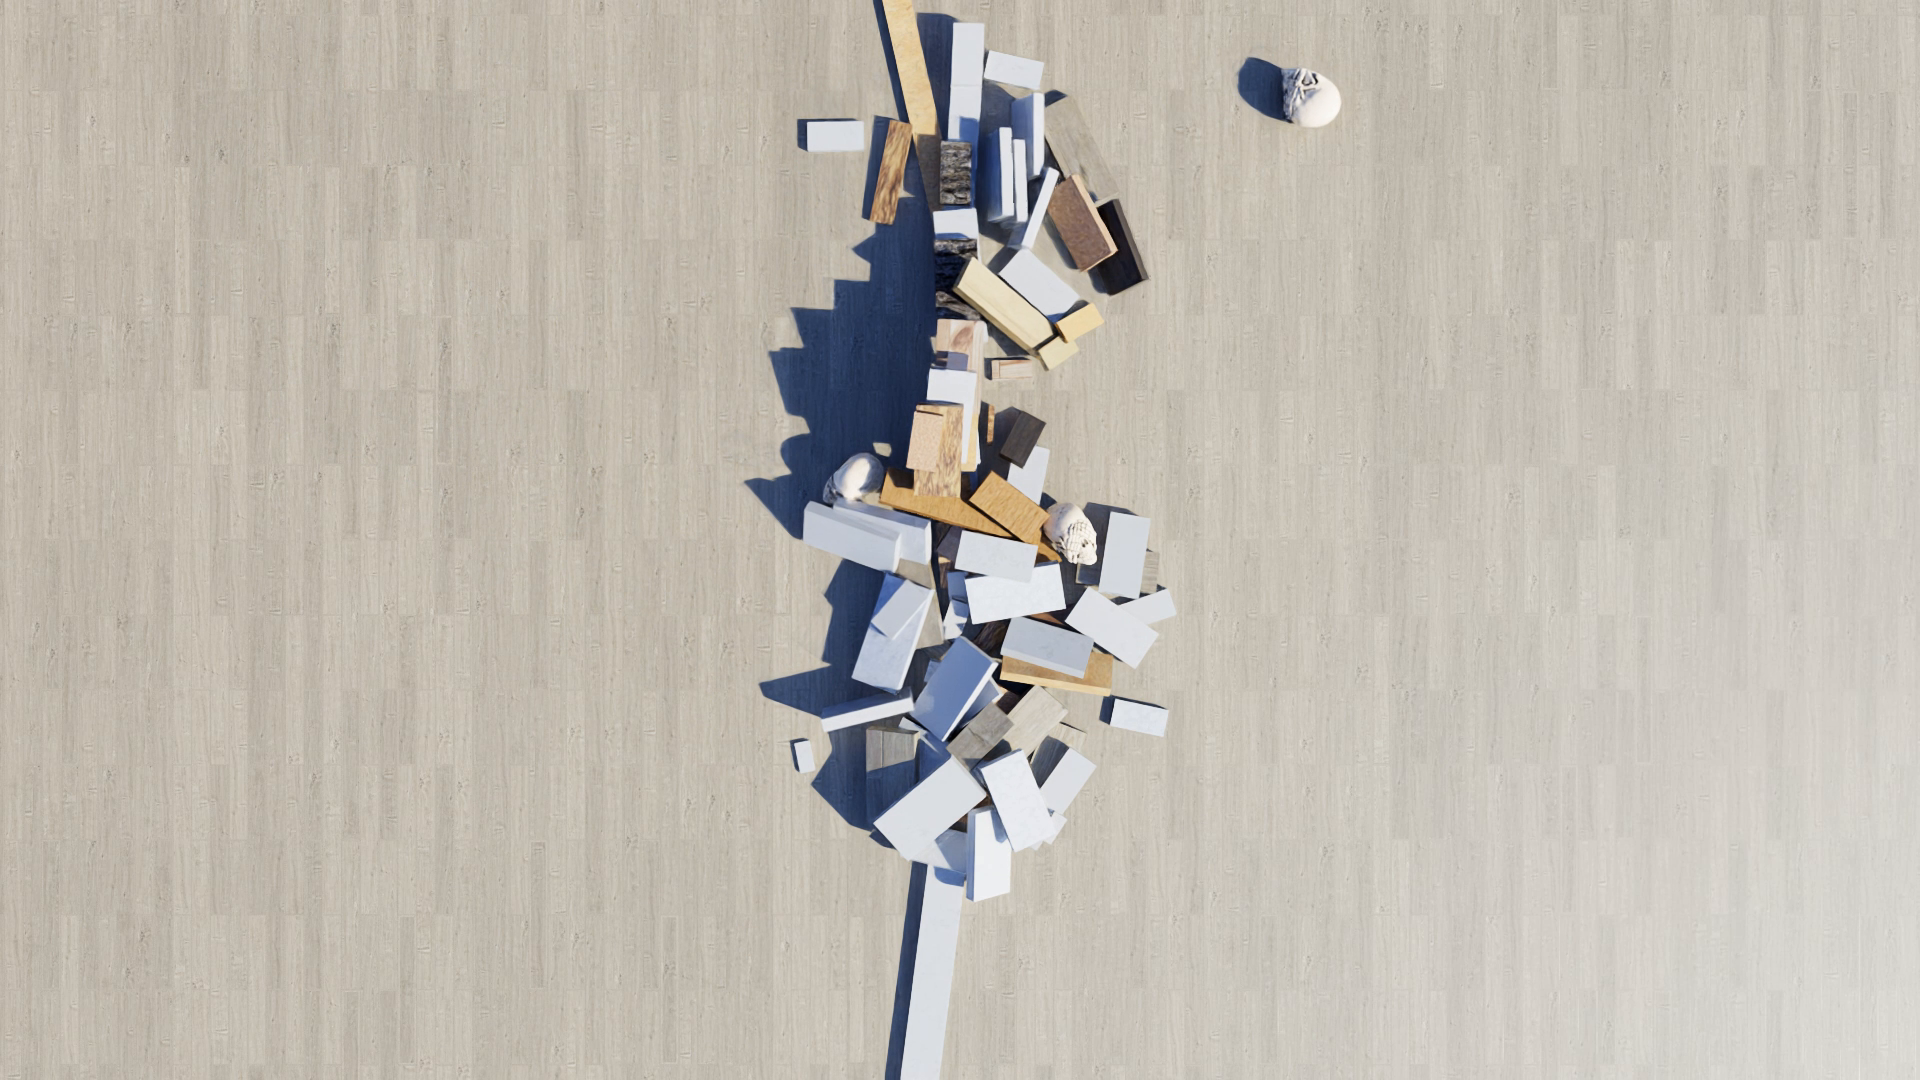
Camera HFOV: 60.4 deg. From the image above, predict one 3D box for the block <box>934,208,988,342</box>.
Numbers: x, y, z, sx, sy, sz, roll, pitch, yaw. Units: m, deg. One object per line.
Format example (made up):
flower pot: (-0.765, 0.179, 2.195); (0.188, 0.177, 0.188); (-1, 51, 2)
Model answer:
block: (0.002, -0.863, 5.425); (0.141, 0.040, 0.438); (-5, 90, 0)

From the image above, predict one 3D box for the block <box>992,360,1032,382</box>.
block: (0.173, -0.565, 5.491); (0.132, 0.019, 0.066); (-2, 90, 0)

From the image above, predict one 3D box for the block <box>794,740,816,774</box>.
block: (-0.516, 0.721, 5.493); (0.050, 0.014, 0.101); (-11, 90, 0)

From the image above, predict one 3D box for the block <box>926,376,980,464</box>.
block: (-0.020, -0.396, 5.422); (0.151, 0.043, 0.302); (-5, 110, 0)

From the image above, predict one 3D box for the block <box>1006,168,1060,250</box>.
block: (0.239, -1.090, 5.431); (0.038, 0.133, 0.266); (20, 90, -22)

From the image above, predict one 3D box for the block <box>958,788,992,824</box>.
block: (-0.024, 0.855, 5.455); (0.253, 0.036, 0.126); (14, 90, 13)

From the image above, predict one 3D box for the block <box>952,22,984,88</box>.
block: (0.026, -1.597, 5.430); (0.101, 0.029, 0.202); (2, 90, 0)

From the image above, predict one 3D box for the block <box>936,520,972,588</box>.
block: (-0.015, 0.042, 5.453); (0.113, 0.032, 0.227); (-4, 106, 0)

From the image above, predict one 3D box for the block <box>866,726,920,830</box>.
block: (-0.220, 0.788, 5.417); (0.169, 0.048, 0.338); (4, 100, 19)

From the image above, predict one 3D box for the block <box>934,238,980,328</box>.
block: (-0.009, -0.837, 5.370); (0.141, 0.040, 0.283); (-2, 84, 0)

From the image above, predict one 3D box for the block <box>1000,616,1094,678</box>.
block: (0.287, 0.348, 5.404); (0.281, 0.040, 0.140); (16, 52, 6)

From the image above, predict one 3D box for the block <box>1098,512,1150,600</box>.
block: (0.541, 0.050, 5.439); (0.134, 0.038, 0.267); (10, 78, 1)

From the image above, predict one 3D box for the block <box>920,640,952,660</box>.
block: (-0.064, 0.366, 5.478); (0.157, 0.022, 0.078); (39, 106, 0)

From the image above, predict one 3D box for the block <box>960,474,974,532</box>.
block: (-0.012, -0.101, 5.444); (0.113, 0.032, 0.227); (-7, 110, 1)

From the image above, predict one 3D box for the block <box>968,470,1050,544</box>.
block: (0.160, -0.108, 5.339); (0.239, 0.034, 0.119); (37, 98, -10)

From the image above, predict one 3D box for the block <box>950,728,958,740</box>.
block: (-0.033, 0.556, 5.432); (0.090, 0.026, 0.181); (23, 94, 28)

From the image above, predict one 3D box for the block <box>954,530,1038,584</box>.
block: (0.118, 0.056, 5.357); (0.250, 0.035, 0.125); (12, 87, 2)

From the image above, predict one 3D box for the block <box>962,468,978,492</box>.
block: (-0.021, -0.255, 5.427); (0.151, 0.043, 0.302); (-4, 110, 0)

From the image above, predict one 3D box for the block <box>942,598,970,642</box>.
block: (-0.016, 0.267, 5.472); (0.069, 0.020, 0.139); (19, 106, 0)

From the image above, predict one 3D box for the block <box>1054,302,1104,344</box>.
block: (0.396, -0.718, 5.464); (0.152, 0.022, 0.076); (-31, 90, -20)

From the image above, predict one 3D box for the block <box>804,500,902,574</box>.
block: (-0.355, -0.006, 5.397); (0.323, 0.162, 0.046); (20, 48, 10)

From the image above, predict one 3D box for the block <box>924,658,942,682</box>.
block: (-0.033, 0.451, 5.468); (0.157, 0.022, 0.078); (16, 111, -1)

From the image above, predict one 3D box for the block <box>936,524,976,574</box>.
block: (0.046, 0.043, 5.420); (0.227, 0.032, 0.113); (31, 103, -8)

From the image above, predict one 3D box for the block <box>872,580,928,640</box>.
block: (-0.195, 0.228, 5.375); (0.092, 0.026, 0.184); (42, 99, 12)

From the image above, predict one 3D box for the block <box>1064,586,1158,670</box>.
block: (0.500, 0.289, 5.451); (0.281, 0.040, 0.140); (34, 89, -1)

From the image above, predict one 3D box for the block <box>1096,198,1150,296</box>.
block: (0.507, -0.963, 5.439); (0.142, 0.040, 0.284); (-21, 90, 40)

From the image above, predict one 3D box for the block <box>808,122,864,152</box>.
block: (-0.413, -1.342, 5.487); (0.186, 0.026, 0.093); (-1, 90, 0)

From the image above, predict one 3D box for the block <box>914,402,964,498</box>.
block: (-0.068, -0.286, 5.244); (0.148, 0.042, 0.296); (3, 109, 1)

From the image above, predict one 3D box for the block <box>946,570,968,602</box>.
block: (-0.004, 0.164, 5.462); (0.069, 0.020, 0.139); (-4, 115, 0)

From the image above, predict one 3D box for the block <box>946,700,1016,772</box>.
block: (0.068, 0.639, 5.364); (0.108, 0.031, 0.216); (45, 94, 13)

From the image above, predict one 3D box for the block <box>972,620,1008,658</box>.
block: (0.091, 0.338, 5.476); (0.078, 0.022, 0.157); (36, 94, -12)

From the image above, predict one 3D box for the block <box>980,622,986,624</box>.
block: (0.071, 0.209, 5.474); (0.069, 0.020, 0.139); (-6, 104, 0)

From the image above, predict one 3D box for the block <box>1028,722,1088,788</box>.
block: (0.304, 0.752, 5.479); (0.145, 0.041, 0.290); (21, 90, 0)

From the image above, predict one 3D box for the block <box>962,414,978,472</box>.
block: (-0.018, -0.376, 5.334); (0.151, 0.043, 0.302); (3, 92, 0)

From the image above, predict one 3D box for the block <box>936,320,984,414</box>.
block: (-0.004, -0.554, 5.285); (0.148, 0.042, 0.296); (3, 92, 0)

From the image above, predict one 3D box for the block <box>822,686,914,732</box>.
block: (-0.302, 0.556, 5.422); (0.301, 0.150, 0.043); (-14, 99, 0)

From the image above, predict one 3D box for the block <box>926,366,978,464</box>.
block: (-0.036, -0.399, 5.249); (0.148, 0.042, 0.296); (7, 109, 0)

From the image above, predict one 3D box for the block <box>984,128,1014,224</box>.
block: (0.128, -1.197, 5.427); (0.040, 0.141, 0.283); (-2, 90, -21)

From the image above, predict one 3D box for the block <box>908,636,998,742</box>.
block: (-0.023, 0.486, 5.396); (0.155, 0.044, 0.310); (37, 100, 26)

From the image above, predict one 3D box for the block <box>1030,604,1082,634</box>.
block: (0.344, 0.271, 5.485); (0.213, 0.030, 0.107); (-9, 90, 0)
